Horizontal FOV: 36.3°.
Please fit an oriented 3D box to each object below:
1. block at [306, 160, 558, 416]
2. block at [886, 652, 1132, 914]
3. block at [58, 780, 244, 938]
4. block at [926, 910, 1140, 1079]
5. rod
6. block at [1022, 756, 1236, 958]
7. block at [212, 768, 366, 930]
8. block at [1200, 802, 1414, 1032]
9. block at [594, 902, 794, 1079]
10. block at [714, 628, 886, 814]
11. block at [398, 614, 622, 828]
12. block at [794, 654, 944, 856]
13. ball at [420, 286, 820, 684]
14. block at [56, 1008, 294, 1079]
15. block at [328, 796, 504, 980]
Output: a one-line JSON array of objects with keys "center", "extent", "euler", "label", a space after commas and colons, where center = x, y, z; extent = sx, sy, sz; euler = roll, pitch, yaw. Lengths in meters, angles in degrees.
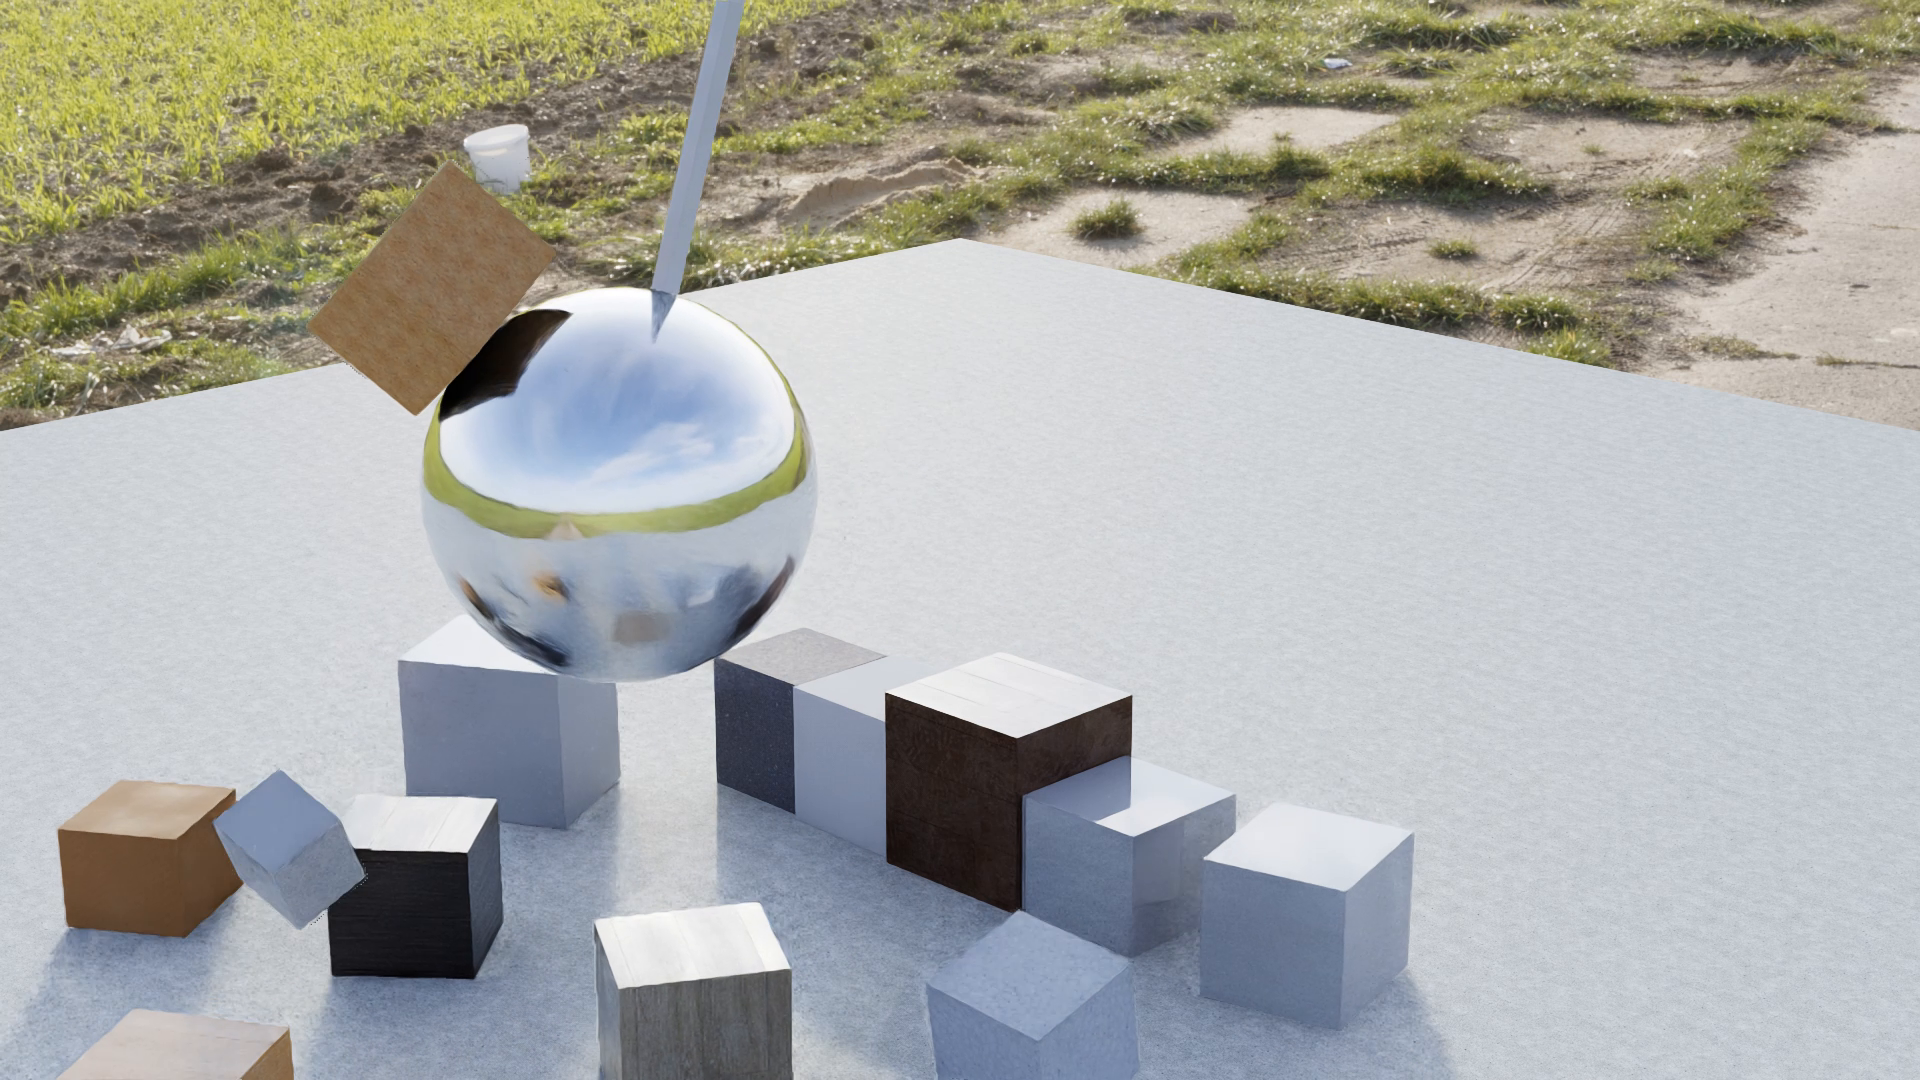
[{"center": [-2.074, -0.985, 11.526], "extent": [0.567, 0.549, 0.651], "euler": [-34, 20, 51], "label": "block"}, {"center": [0.222, 1.098, 13.448], "extent": [0.827, 0.842, 0.764], "euler": [16, 24, 42], "label": "block"}, {"center": [-3.599, 1.413, 13.069], "extent": [0.560, 0.467, 0.590], "euler": [4, 18, 11], "label": "block"}, {"center": [0.283, 1.868, 11.242], "extent": [0.563, 0.533, 0.543], "euler": [21, 40, 37], "label": "block"}, {"center": [-0.594, -3.523, 11.612], "extent": [0.080, 5.200, 0.080], "euler": [17, 5, 42], "label": "rod"}, {"center": [0.745, 1.389, 12.982], "extent": [0.651, 0.565, 0.682], "euler": [17, 24, 42], "label": "block"}, {"center": [-2.621, 1.209, 11.459], "extent": [0.394, 0.375, 0.334], "euler": [33, 60, 32], "label": "block"}, {"center": [1.458, 1.567, 12.316], "extent": [0.637, 0.623, 0.717], "euler": [10, 20, 29], "label": "block"}, {"center": [-1.043, 1.852, 11.440], "extent": [0.658, 0.607, 0.626], "euler": [-5, 18, -15], "label": "block"}, {"center": [-0.780, 0.883, 14.423], "extent": [0.595, 0.667, 0.607], "euler": [-17, 24, -42], "label": "block"}, {"center": [-2.180, 0.872, 14.254], "extent": [0.825, 0.779, 0.683], "euler": [4, 18, 16], "label": "block"}, {"center": [-0.321, 1.019, 13.978], "extent": [0.663, 0.674, 0.666], "euler": [-16, 24, -42], "label": "block"}, {"center": [-1.370, -0.220, 11.836], "extent": [1.600, 1.600, 1.600], "euler": [0, 17, 0], "label": "ball"}, {"center": [-2.785, 2.134, 10.444], "extent": [0.618, 0.651, 0.615], "euler": [4, 19, 14], "label": "block"}, {"center": [-2.344, 1.490, 12.627], "extent": [0.614, 0.587, 0.585], "euler": [1, 17, 4], "label": "block"}]
